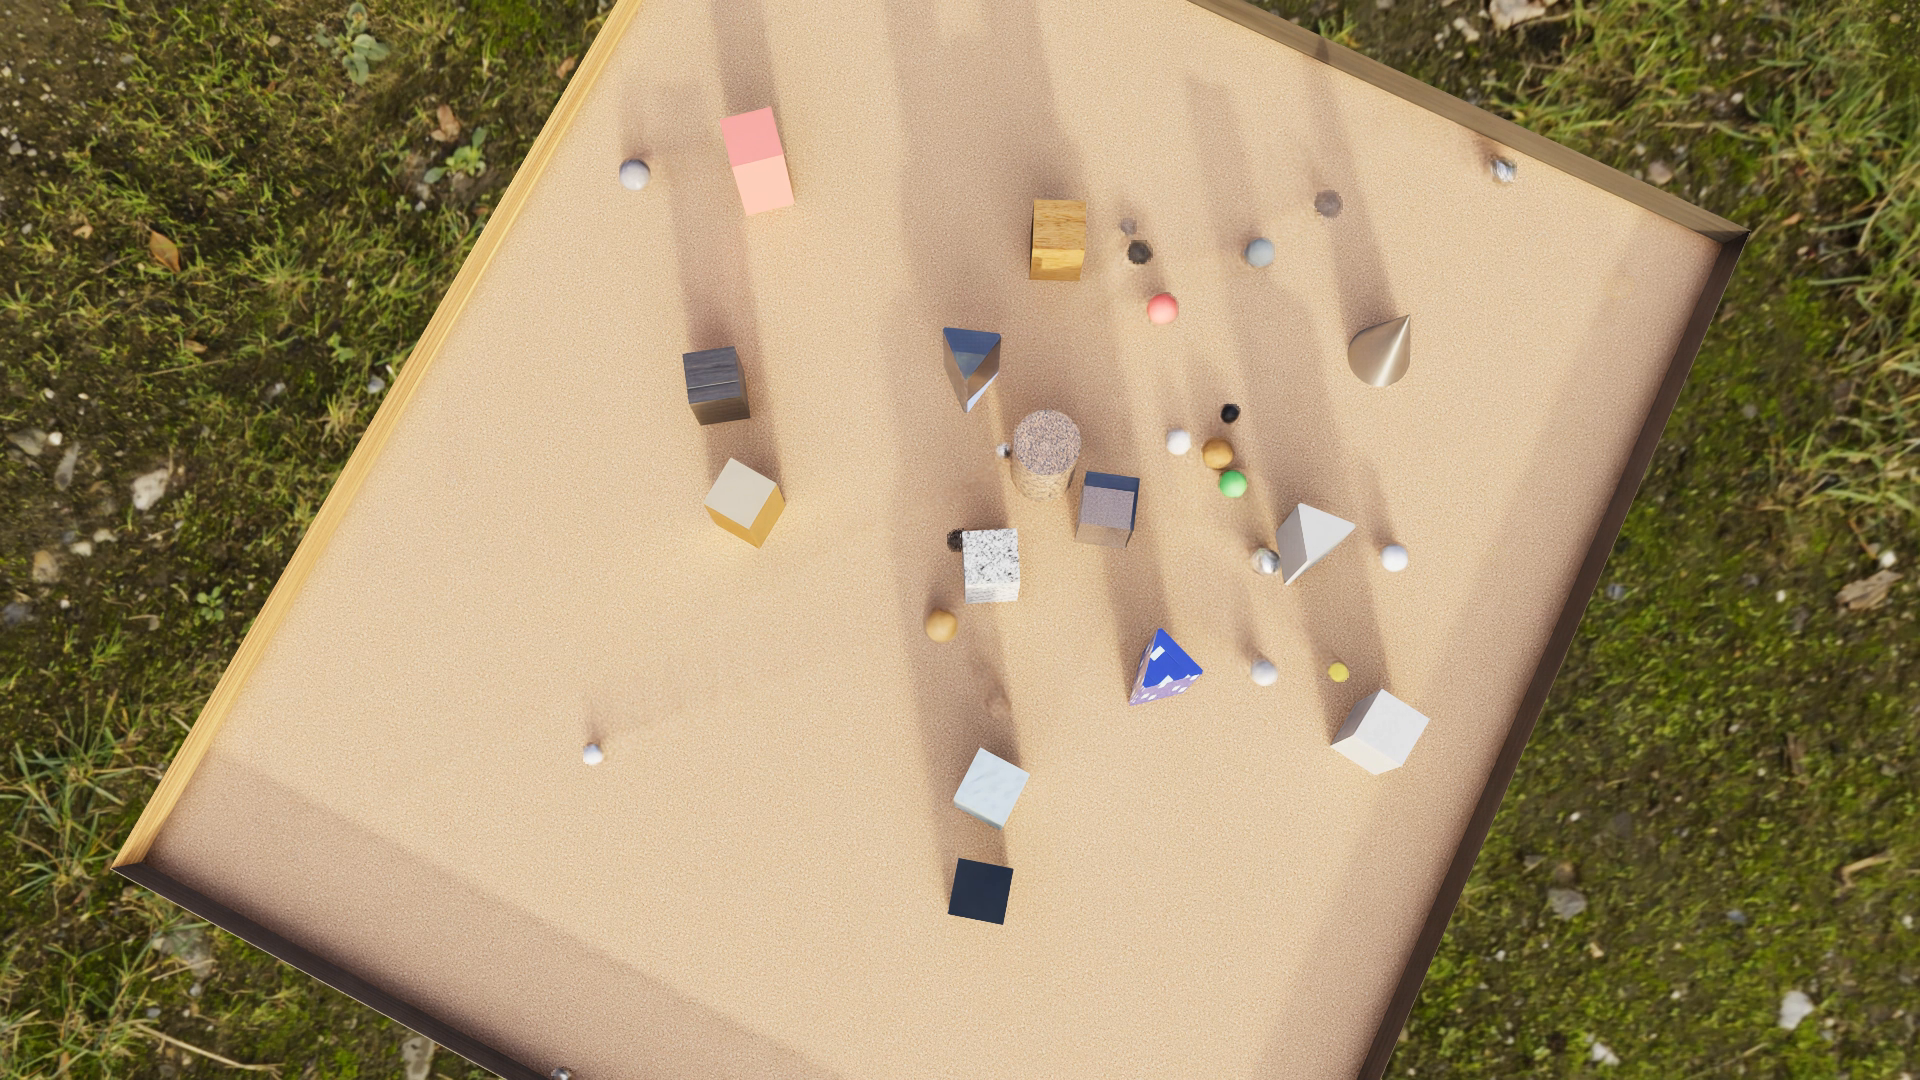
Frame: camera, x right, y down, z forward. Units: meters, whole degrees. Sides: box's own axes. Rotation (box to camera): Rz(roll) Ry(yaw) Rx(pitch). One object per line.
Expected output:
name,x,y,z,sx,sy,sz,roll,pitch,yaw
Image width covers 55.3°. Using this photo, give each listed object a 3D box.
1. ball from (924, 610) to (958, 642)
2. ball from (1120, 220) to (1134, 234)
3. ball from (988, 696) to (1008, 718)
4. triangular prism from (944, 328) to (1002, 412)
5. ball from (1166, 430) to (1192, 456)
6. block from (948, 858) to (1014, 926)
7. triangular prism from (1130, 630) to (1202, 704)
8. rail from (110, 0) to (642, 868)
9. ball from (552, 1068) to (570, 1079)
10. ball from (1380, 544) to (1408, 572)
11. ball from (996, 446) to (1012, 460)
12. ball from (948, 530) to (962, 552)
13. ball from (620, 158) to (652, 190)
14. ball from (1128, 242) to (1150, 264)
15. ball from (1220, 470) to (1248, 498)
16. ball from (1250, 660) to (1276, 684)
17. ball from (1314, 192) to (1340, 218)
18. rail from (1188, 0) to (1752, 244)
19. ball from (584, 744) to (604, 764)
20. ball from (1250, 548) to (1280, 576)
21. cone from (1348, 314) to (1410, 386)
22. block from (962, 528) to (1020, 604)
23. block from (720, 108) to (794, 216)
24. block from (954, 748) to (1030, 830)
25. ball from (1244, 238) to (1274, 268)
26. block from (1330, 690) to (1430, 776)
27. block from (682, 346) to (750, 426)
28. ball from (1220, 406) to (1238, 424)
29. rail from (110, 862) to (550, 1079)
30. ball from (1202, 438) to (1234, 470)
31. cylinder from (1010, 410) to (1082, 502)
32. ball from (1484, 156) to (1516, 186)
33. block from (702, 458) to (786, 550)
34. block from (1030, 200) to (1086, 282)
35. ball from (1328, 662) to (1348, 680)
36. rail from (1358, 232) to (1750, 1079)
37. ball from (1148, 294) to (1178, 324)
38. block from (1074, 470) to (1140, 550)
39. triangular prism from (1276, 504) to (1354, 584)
ball,-0.057,0.257,5.513,0.098,0.098,0.098,0,78,0
ball,0.531,-0.989,5.799,0.044,0.044,0.044,0,78,0
ball,0.115,0.501,5.481,0.062,0.062,0.062,0,78,0
triangular prism,0.010,-0.541,5.544,0.148,0.362,0.171,36,81,7
ball,0.672,-0.301,5.639,0.078,0.078,0.078,0,78,0
block,0.058,1.010,5.256,0.158,0.297,0.158,11,79,2
triangular prism,0.575,0.361,5.316,0.171,0.442,0.148,-13,79,-3
rail,-1.553,-0.754,5.706,0.045,0.128,3.940,26,80,5
ball,-1.147,1.547,5.271,0.050,0.050,0.050,0,78,0
ball,1.317,0.055,5.563,0.083,0.083,0.083,0,78,0
ball,0.134,-0.269,5.648,0.047,0.047,0.047,0,78,0
ball,-0.003,0.003,5.583,0.064,0.064,0.064,0,78,0
ball,-1.028,-1.158,5.806,0.099,0.099,0.099,0,78,0
ball,0.562,-0.902,5.767,0.071,0.071,0.071,0,78,0
ball,0.836,-0.172,5.609,0.084,0.084,0.084,0,78,0
ball,0.909,0.396,5.495,0.077,0.077,0.077,0,78,0
ball,1.161,-1.059,5.795,0.080,0.080,0.080,0,78,0
rail,0.870,-1.698,5.902,3.520,0.128,0.045,26,80,5
ball,-1.091,0.638,5.455,0.058,0.058,0.058,0,78,0
ball,0.925,0.068,5.557,0.088,0.088,0.088,0,78,0
cone,1.311,-0.617,5.534,0.197,0.413,0.197,0,78,0
block,0.090,0.080,5.437,0.158,0.318,0.158,-3,78,-1
block,-0.623,-1.165,5.661,0.158,0.385,0.158,-15,79,-3
block,0.089,0.722,5.276,0.158,0.375,0.158,27,80,5
ball,0.939,-0.901,5.758,0.088,0.088,0.088,0,78,0
block,1.216,0.561,5.327,0.158,0.339,0.158,33,80,6
block,-0.741,-0.468,5.587,0.158,0.247,0.158,-9,78,-2
ball,0.833,-0.388,5.668,0.057,0.057,0.057,0,78,0
rail,-0.870,1.712,5.196,3.520,0.128,0.045,26,80,5
ball,0.792,-0.265,5.622,0.097,0.097,0.097,0,78,0
cylinder,0.254,-0.249,5.491,0.197,0.346,0.197,0,78,0
ball,1.711,-1.169,5.810,0.095,0.095,0.095,0,78,0
block,-0.642,-0.106,5.488,0.158,0.295,0.158,29,80,6
block,0.300,-0.924,5.667,0.158,0.275,0.158,2,78,0
ball,1.136,0.395,5.507,0.055,0.055,0.055,0,78,0
rail,1.553,0.767,5.391,0.045,0.128,3.940,26,80,5
ball,0.631,-0.719,5.717,0.094,0.094,0.094,0,78,0
block,0.439,-0.088,5.492,0.158,0.278,0.158,8,78,2
triangular prism,1.016,-0.008,5.423,0.171,0.383,0.148,-37,81,-7
